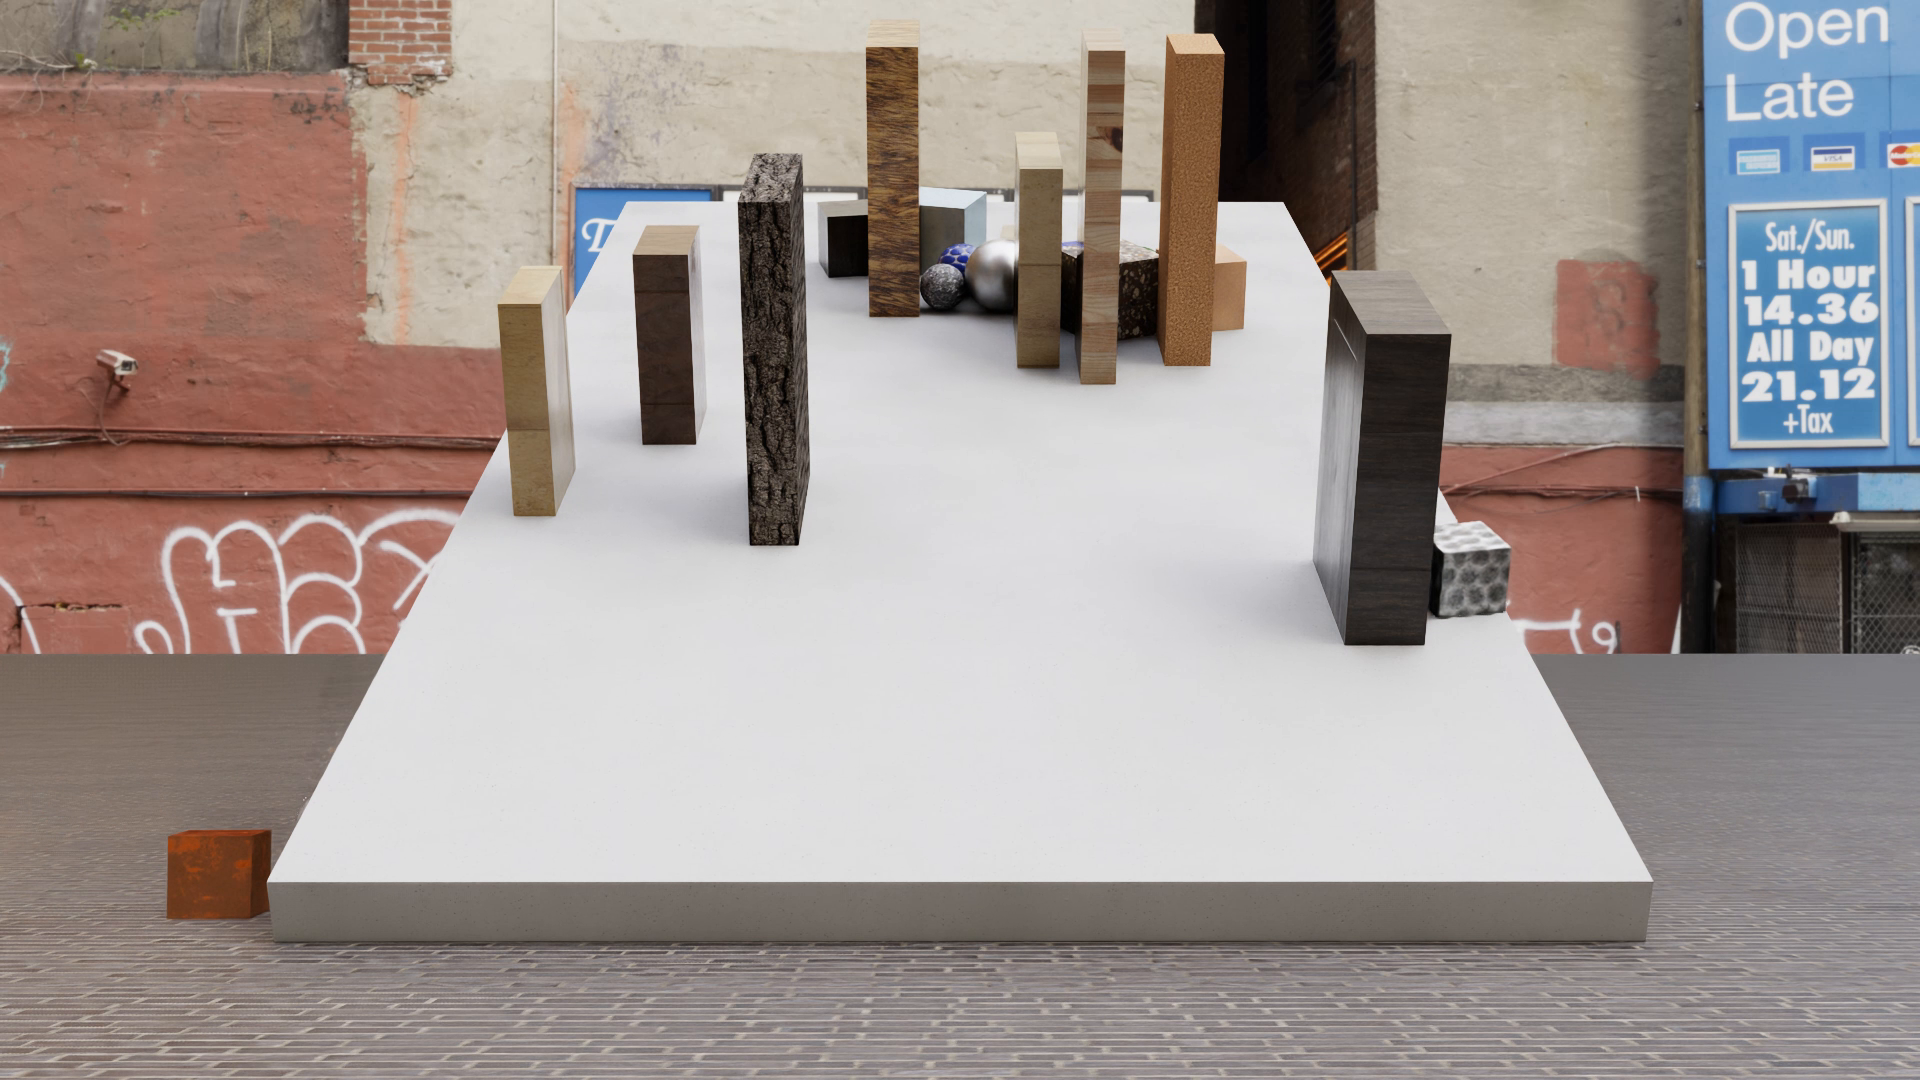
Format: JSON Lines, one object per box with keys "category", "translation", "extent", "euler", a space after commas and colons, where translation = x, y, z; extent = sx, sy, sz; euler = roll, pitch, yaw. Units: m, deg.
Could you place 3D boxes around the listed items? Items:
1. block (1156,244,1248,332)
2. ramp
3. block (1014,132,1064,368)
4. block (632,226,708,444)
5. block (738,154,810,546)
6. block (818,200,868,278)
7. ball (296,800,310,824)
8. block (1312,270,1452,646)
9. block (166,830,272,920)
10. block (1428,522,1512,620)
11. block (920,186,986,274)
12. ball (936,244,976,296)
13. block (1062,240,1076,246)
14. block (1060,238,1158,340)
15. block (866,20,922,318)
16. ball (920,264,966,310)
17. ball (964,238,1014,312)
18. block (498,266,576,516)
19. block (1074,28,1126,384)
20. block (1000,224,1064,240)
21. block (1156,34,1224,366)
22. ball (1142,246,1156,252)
{"category": "block", "translation": [0.608, -0.638, 5.835], "extent": [0.176, 0.176, 0.176], "euler": [-6, 23, -15]}
{"category": "ramp", "translation": [-0.007, -0.223, 5.188], "extent": [2.000, 0.100, 4.000], "euler": [0, 22, 0]}
{"category": "block", "translation": [0.187, -0.711, 5.605], "extent": [0.101, 0.485, 0.395], "euler": [0, 22, 0]}
{"category": "block", "translation": [-0.634, -0.451, 5.048], "extent": [0.118, 0.426, 0.244], "euler": [0, 22, 0]}
{"category": "block", "translation": [-0.362, -0.380, 4.541], "extent": [0.096, 0.683, 0.399], "euler": [0, 22, 0]}
{"category": "block", "translation": [-0.292, -0.827, 6.300], "extent": [0.169, 0.169, 0.169], "euler": [-5, 23, -12]}
{"category": "ball", "translation": [-1.162, 0.531, 4.263], "extent": [0.132, 0.132, 0.132], "euler": [0, -3, 0]}
{"category": "block", "translation": [0.750, -0.153, 4.137], "extent": [0.142, 0.574, 0.389], "euler": [0, 22, 0]}
{"category": "block", "translation": [-1.189, 0.536, 3.700], "extent": [0.130, 0.130, 0.130], "euler": [0, -3, -3]}
{"category": "block", "translation": [0.917, 0.054, 4.217], "extent": [0.130, 0.130, 0.130], "euler": [-5, 23, -11]}
{"category": "block", "translation": [-0.049, -0.843, 6.305], "extent": [0.195, 0.195, 0.195], "euler": [7, 23, 17]}
{"category": "ball", "translation": [0.006, -0.709, 6.054], "extent": [0.140, 0.140, 0.140], "euler": [0, -3, 0]}
{"category": "block", "translation": [0.293, -0.670, 5.935], "extent": [0.159, 0.159, 0.159], "euler": [-10, 24, -23]}
{"category": "block", "translation": [0.371, -0.625, 5.775], "extent": [0.198, 0.198, 0.198], "euler": [-12, 25, -26]}
{"category": "block", "translation": [-0.168, -0.964, 5.952], "extent": [0.128, 0.689, 0.393], "euler": [0, 22, 0]}
{"category": "ball", "translation": [-0.045, -0.654, 5.948], "extent": [0.119, 0.119, 0.119], "euler": [0, -3, 0]}
{"category": "ball", "translation": [0.104, -0.682, 5.926], "extent": [0.187, 0.187, 0.187], "euler": [0, -3, 0]}
{"category": "block", "translation": [-0.855, -0.304, 4.669], "extent": [0.084, 0.443, 0.273], "euler": [0, 22, 0]}
{"category": "block", "translation": [0.325, -0.779, 5.385], "extent": [0.083, 0.780, 0.282], "euler": [0, 22, 0]}
{"category": "block", "translation": [0.188, -0.733, 6.085], "extent": [0.160, 0.160, 0.160], "euler": [2, 22, 4]}
{"category": "block", "translation": [0.547, -0.812, 5.508], "extent": [0.111, 0.747, 0.254], "euler": [0, 22, 0]}
{"category": "ball", "translation": [0.465, -0.680, 5.961], "extent": [0.159, 0.159, 0.159], "euler": [0, -3, 0]}
